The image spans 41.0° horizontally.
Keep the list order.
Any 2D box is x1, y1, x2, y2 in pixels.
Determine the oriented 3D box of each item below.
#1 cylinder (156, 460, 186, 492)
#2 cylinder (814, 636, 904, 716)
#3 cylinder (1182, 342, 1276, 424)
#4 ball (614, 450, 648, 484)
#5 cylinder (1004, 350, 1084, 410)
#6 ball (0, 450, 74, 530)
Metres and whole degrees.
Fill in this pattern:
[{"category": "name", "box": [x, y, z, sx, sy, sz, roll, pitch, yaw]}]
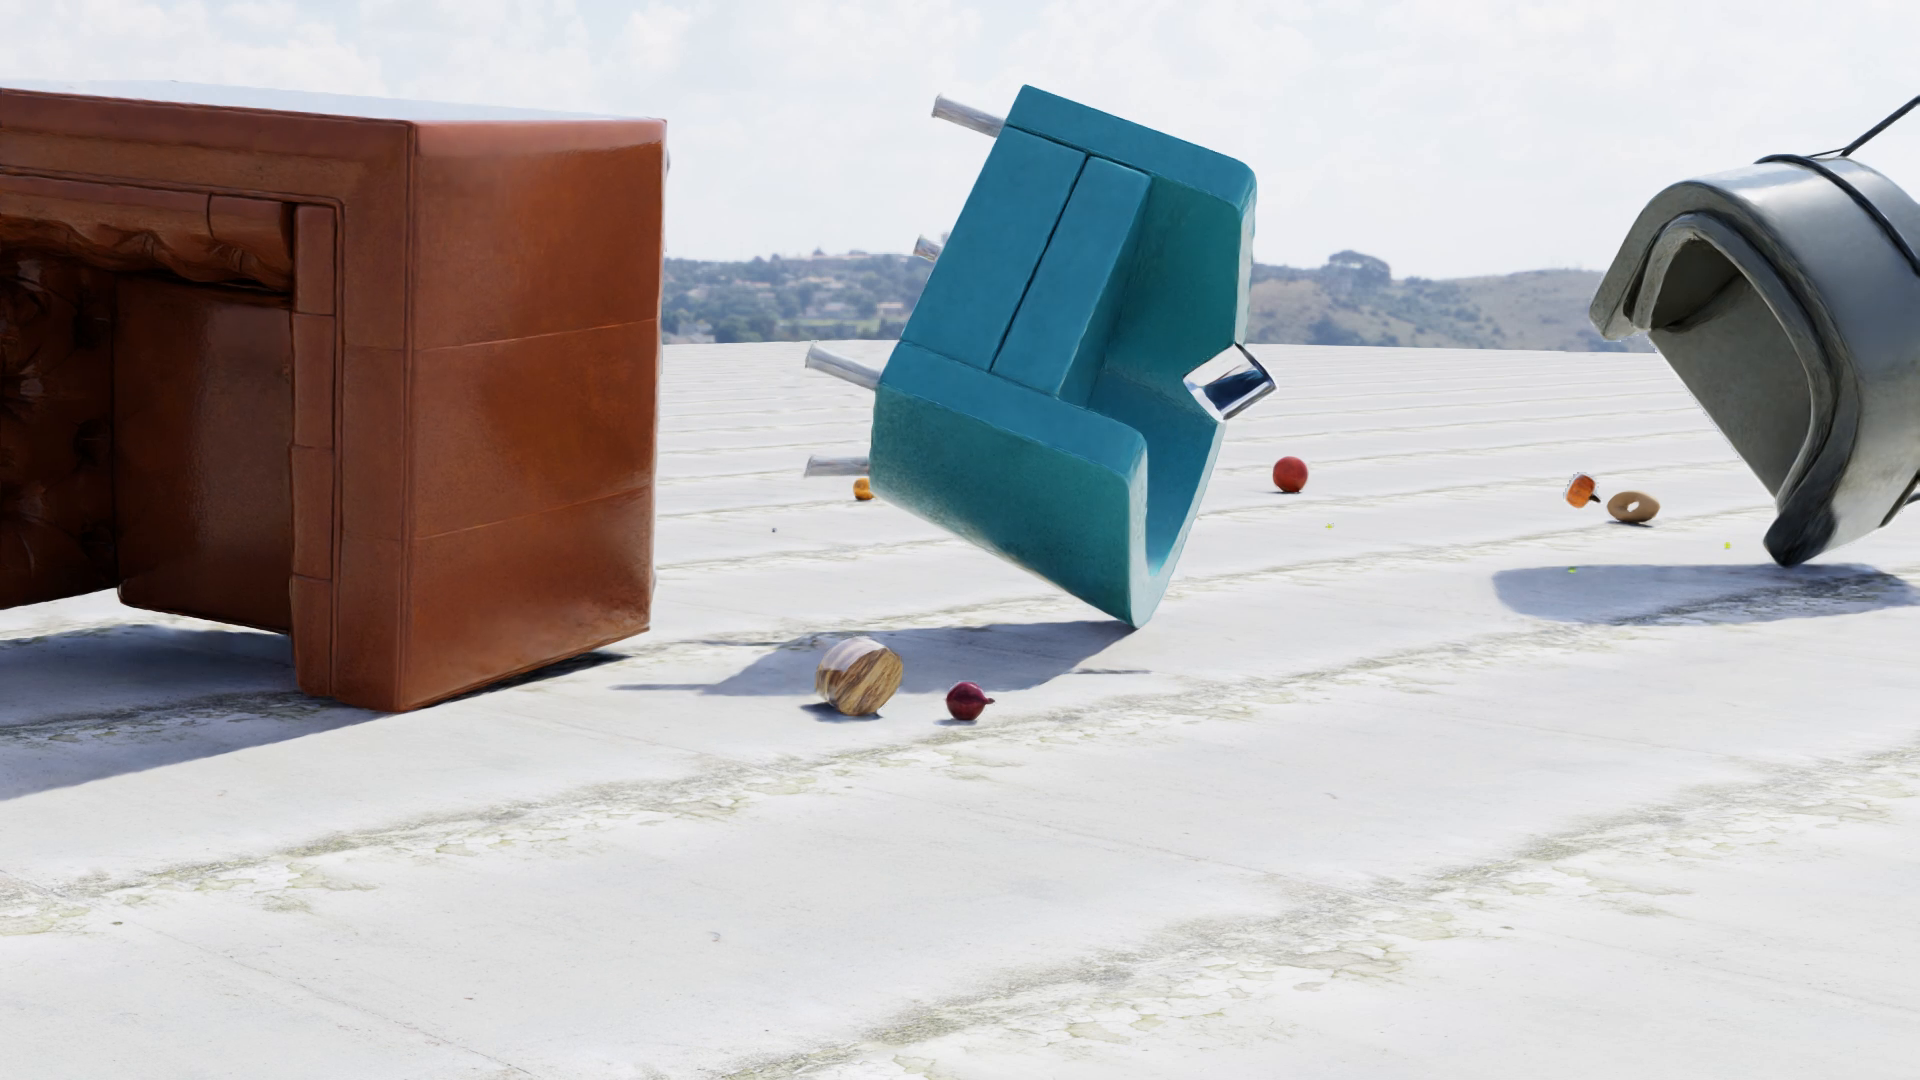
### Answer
[{"category": "cylinder", "box": [-2.151, -0.173, 6.987, 0.062, 0.061, 0.116, -1, 15, -42]}, {"category": "cylinder", "box": [-0.155, 0.207, 3.912, 0.120, 0.081, 0.137, -44, 16, -8]}, {"category": "cylinder", "box": [0.479, -0.280, 4.570, 0.118, 0.121, 0.046, -33, -27, -15]}, {"category": "ball", "box": [-1.044, -0.235, 8.156, 0.109, 0.109, 0.109, 0, 6, 0]}, {"category": "cylinder", "box": [0.269, -0.511, 8.169, 0.217, 0.094, 0.235, -29, 4, 19]}, {"category": "ball", "box": [-2.050, -0.110, 5.666, 0.176, 0.176, 0.176, 0, 6, 0]}]
